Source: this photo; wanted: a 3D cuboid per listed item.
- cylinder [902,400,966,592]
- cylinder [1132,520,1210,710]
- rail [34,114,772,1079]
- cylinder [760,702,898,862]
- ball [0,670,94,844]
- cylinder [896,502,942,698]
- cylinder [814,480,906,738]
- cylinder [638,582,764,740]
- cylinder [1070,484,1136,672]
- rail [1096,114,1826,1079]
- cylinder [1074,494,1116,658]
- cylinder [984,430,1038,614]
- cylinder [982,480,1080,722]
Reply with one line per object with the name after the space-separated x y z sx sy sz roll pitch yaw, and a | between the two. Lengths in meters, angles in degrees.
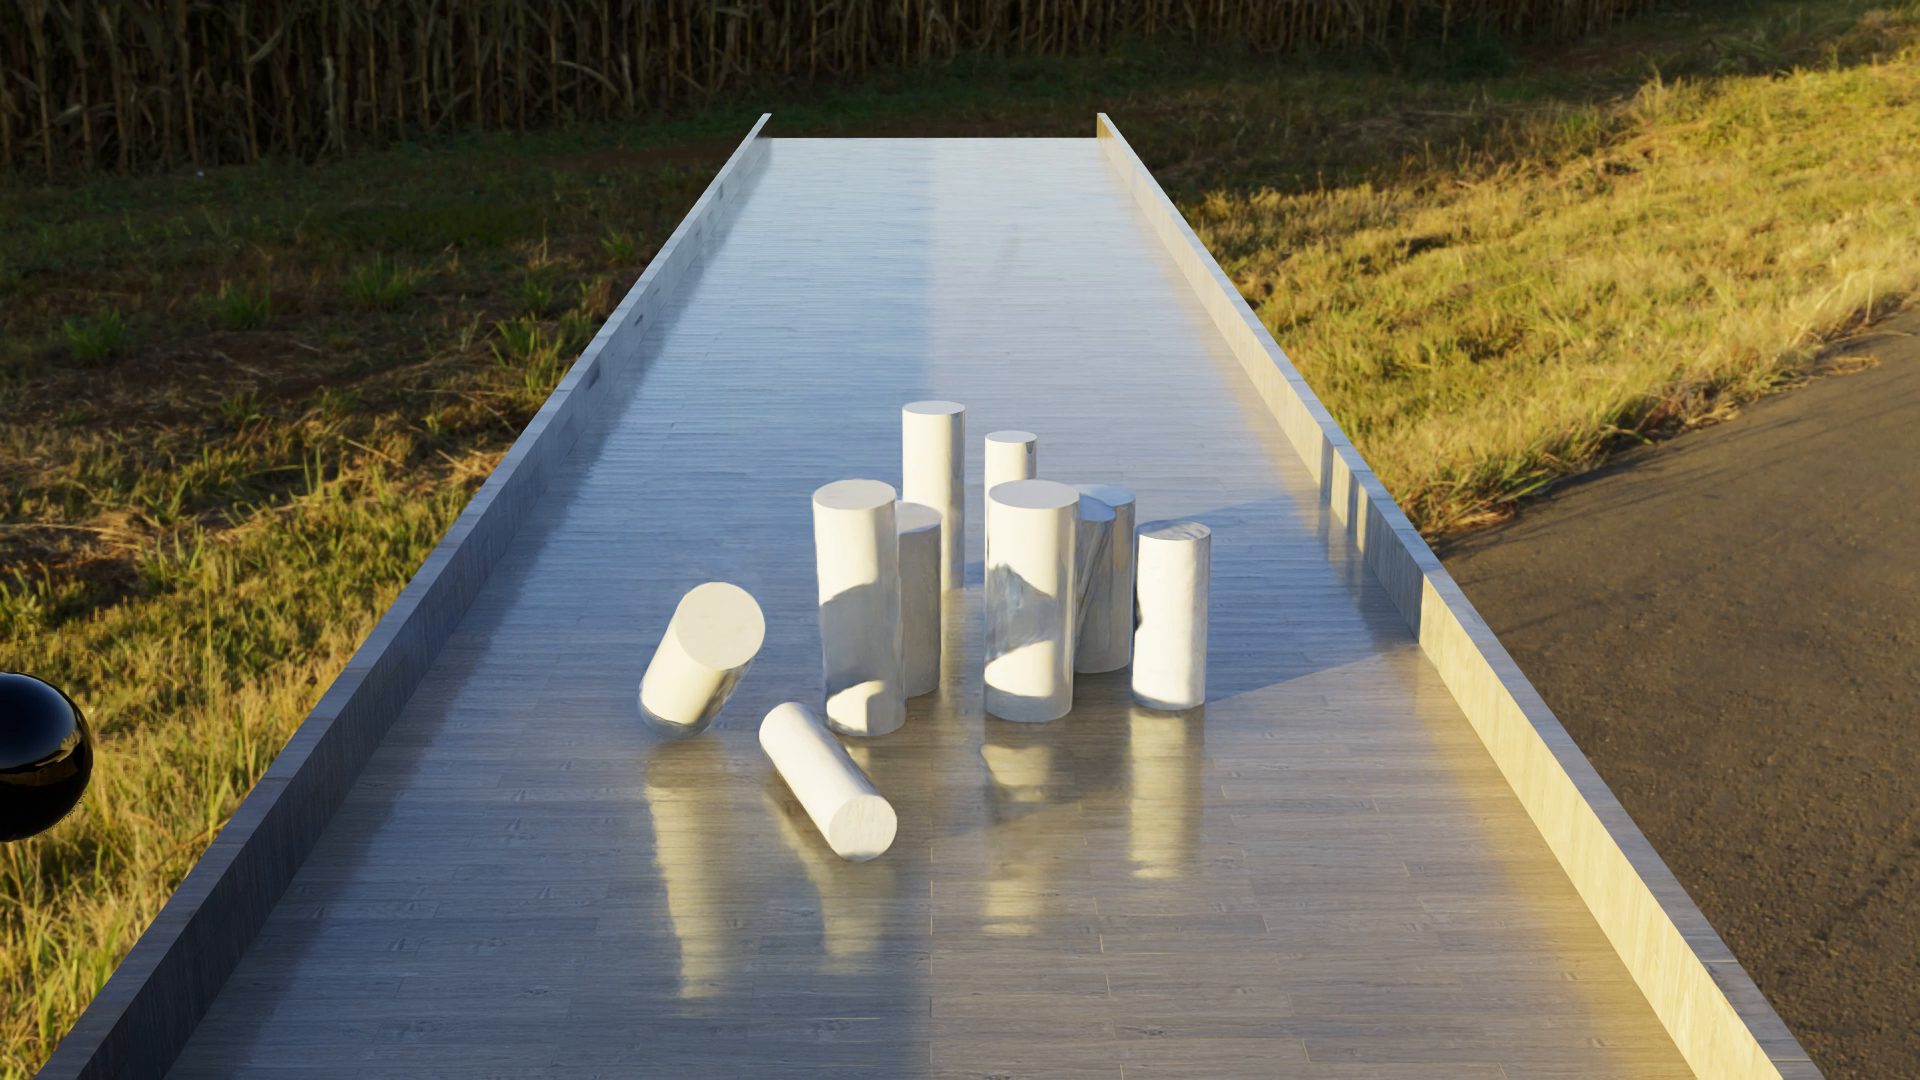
-0.057 -0.097 4.852 0.137 0.400 0.137 0 17 0 | cylinder
0.399 0.141 4.169 0.142 0.333 0.142 0 17 0 | cylinder
-1.118 -0.838 7.780 0.050 0.150 12.000 0 17 -1 | rail
-0.226 0.399 3.686 0.114 0.114 0.439 -6 17 -18 | cylinder
-1.493 0.338 3.427 0.267 0.267 0.267 0 17 0 | ball
-0.121 0.114 4.222 0.171 0.340 0.171 1 22 0 | cylinder
-0.180 0.125 3.993 0.147 0.449 0.147 -2 23 1 | cylinder
-0.455 0.216 3.822 0.150 0.150 0.458 -6 -18 -18 | cylinder
0.257 0.075 4.378 0.174 0.339 0.174 0 16 0 | cylinder
0.932 -0.844 7.801 0.050 0.150 12.000 0 17 -1 | rail
0.190 0.095 4.241 0.134 0.357 0.134 12 23 -5 | cylinder
0.107 -0.025 4.621 0.108 0.394 0.108 0 17 0 | cylinder
0.132 0.113 4.093 0.169 0.420 0.169 1 20 0 | cylinder
